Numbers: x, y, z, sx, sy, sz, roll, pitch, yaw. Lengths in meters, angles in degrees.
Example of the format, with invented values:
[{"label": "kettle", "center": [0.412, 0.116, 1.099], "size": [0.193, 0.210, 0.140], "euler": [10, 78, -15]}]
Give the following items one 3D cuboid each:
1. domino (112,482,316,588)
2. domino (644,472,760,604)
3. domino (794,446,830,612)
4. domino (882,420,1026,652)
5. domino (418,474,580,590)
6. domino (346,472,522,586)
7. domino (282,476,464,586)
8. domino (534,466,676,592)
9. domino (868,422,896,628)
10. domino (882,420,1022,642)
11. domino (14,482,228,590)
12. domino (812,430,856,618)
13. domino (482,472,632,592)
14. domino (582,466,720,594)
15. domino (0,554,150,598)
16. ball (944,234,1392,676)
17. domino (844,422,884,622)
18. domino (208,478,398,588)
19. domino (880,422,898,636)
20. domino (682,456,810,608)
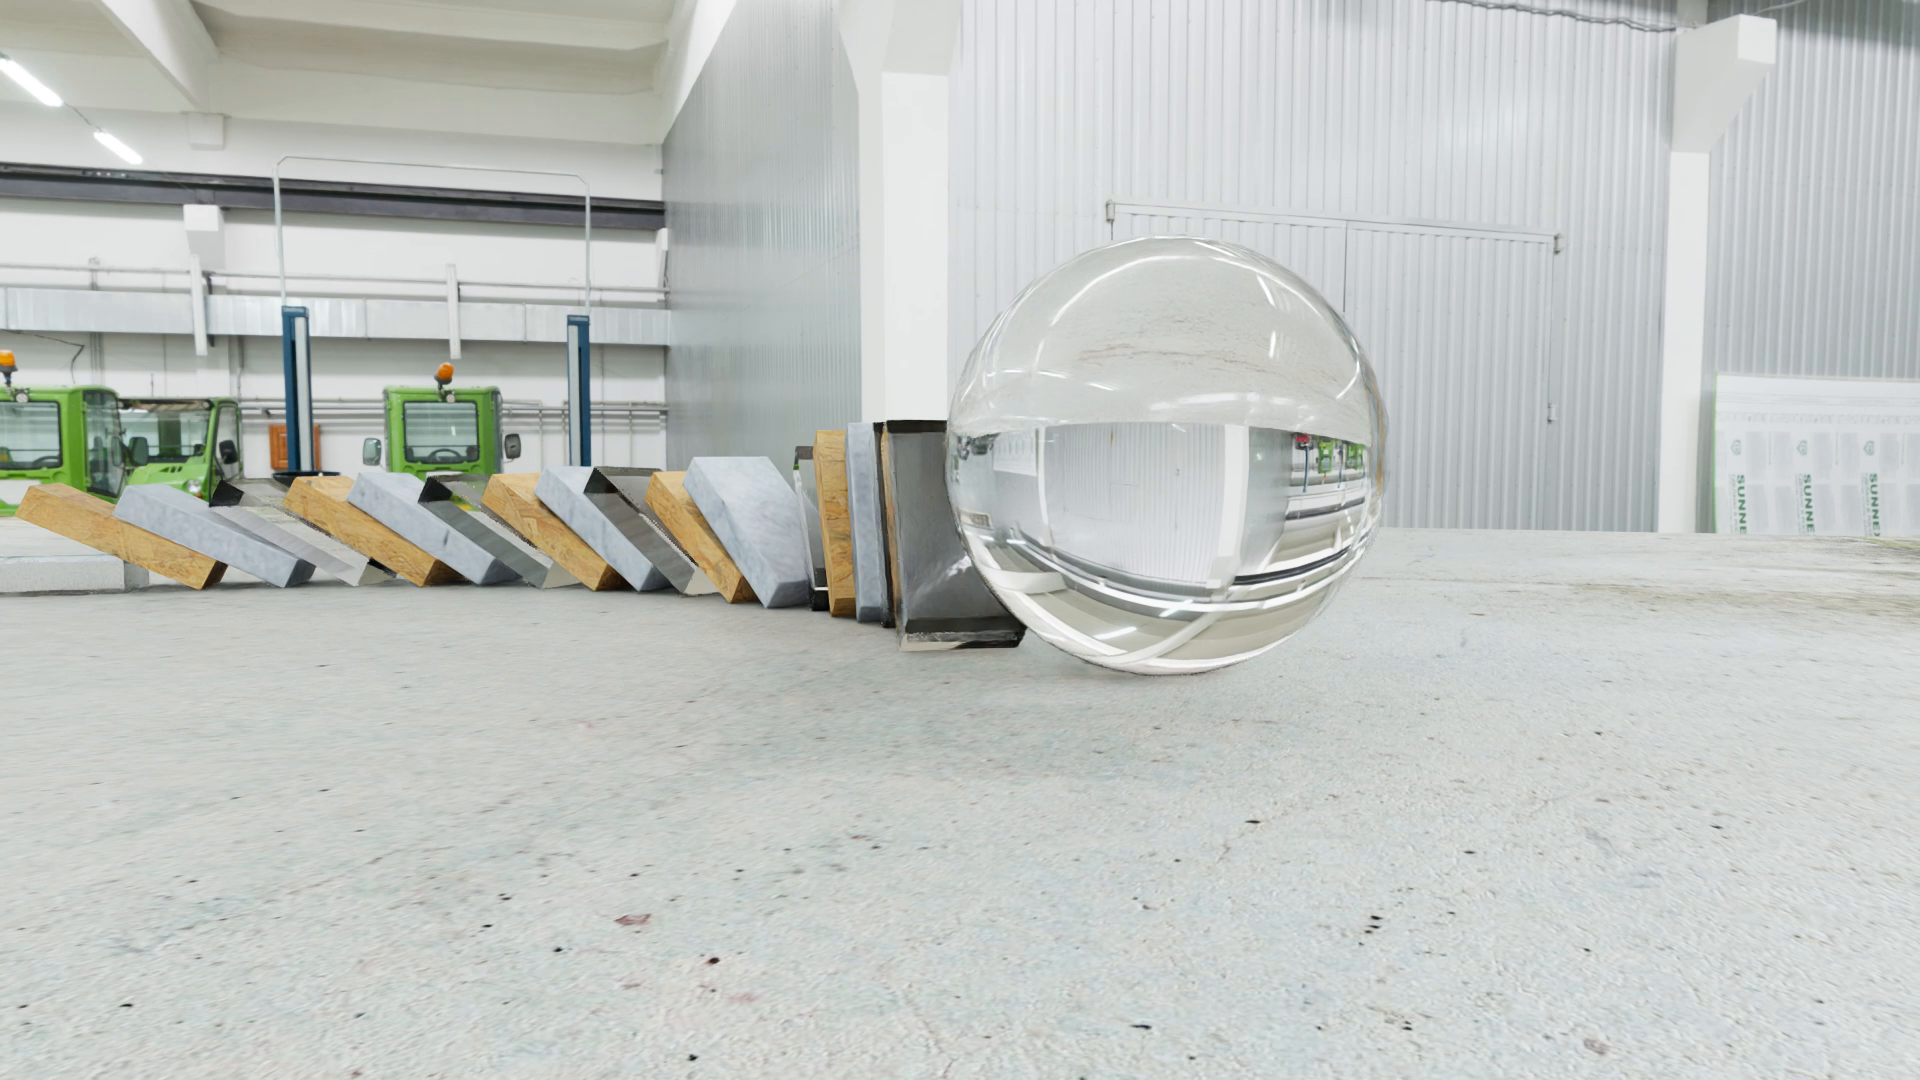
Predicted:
[{"label": "domino", "center": [-0.222, -0.002, 0.385], "size": [0.050, 0.010, 0.025], "euler": [26, -1, -11]}, {"label": "domino", "center": [-0.065, -0.002, 0.362], "size": [0.025, 0.009, 0.050], "euler": [-4, 38, -44]}, {"label": "domino", "center": [-0.029, -0.004, 0.342], "size": [0.025, 0.010, 0.050], "euler": [-1, 49, -15]}, {"label": "domino", "center": [-0.002, -0.002, 0.273], "size": [0.025, 0.050, 0.010], "euler": [-1, -27, -11]}, {"label": "domino", "center": [-0.137, -0.003, 0.392], "size": [0.050, 0.010, 0.025], "euler": [32, 13, 14]}, {"label": "domino", "center": [-0.159, -0.004, 0.395], "size": [0.050, 0.009, 0.025], "euler": [31, 7, 7]}, {"label": "domino", "center": [-0.178, -0.003, 0.395], "size": [0.050, 0.010, 0.025], "euler": [30, 7, 4]}, {"label": "domino", "center": [-0.101, -0.004, 0.381], "size": [0.050, 0.010, 0.025], "euler": [38, 19, 22]}, {"label": "domino", "center": [-0.007, -0.004, 0.305], "size": [0.025, 0.050, 0.010], "euler": [-1, -27, -11]}, {"label": "domino", "center": [-0.002, -0.003, 0.284], "size": [0.025, 0.050, 0.010], "euler": [-1, -27, -11]}, {"label": "domino", "center": [-0.243, -0.001, 0.376], "size": [0.050, 0.010, 0.025], "euler": [26, -4, -18]}, {"label": "domino", "center": [-0.022, -0.005, 0.327], "size": [0.025, 0.050, 0.010], "euler": [-1, -32, -15]}, {"label": "domino", "center": [-0.117, -0.003, 0.388], "size": [0.050, 0.009, 0.025], "euler": [34, 17, 20]}, {"label": "domino", "center": [-0.084, -0.003, 0.373], "size": [0.050, 0.009, 0.025], "euler": [40, 22, 26]}, {"label": "domino", "center": [-0.265, 0.010, 0.368], "size": [0.050, 0.009, 0.025], "euler": [-1, 5, -18]}, {"label": "ball", "center": [0.037, -0.015, 0.235], "size": [0.080, 0.080, 0.080], "euler": [0, 4, 0]}, {"label": "domino", "center": [-0.014, -0.005, 0.315], "size": [0.025, 0.050, 0.010], "euler": [-1, -27, -11]}, {"label": "domino", "center": [-0.199, -0.003, 0.393], "size": [0.050, 0.009, 0.025], "euler": [28, 5, 0]}, {"label": "domino", "center": [-0.004, -0.003, 0.295], "size": [0.025, 0.050, 0.009], "euler": [-1, -27, -11]}, {"label": "domino", "center": [-0.053, -0.003, 0.350], "size": [0.025, 0.010, 0.050], "euler": [-4, 45, -44]}]
